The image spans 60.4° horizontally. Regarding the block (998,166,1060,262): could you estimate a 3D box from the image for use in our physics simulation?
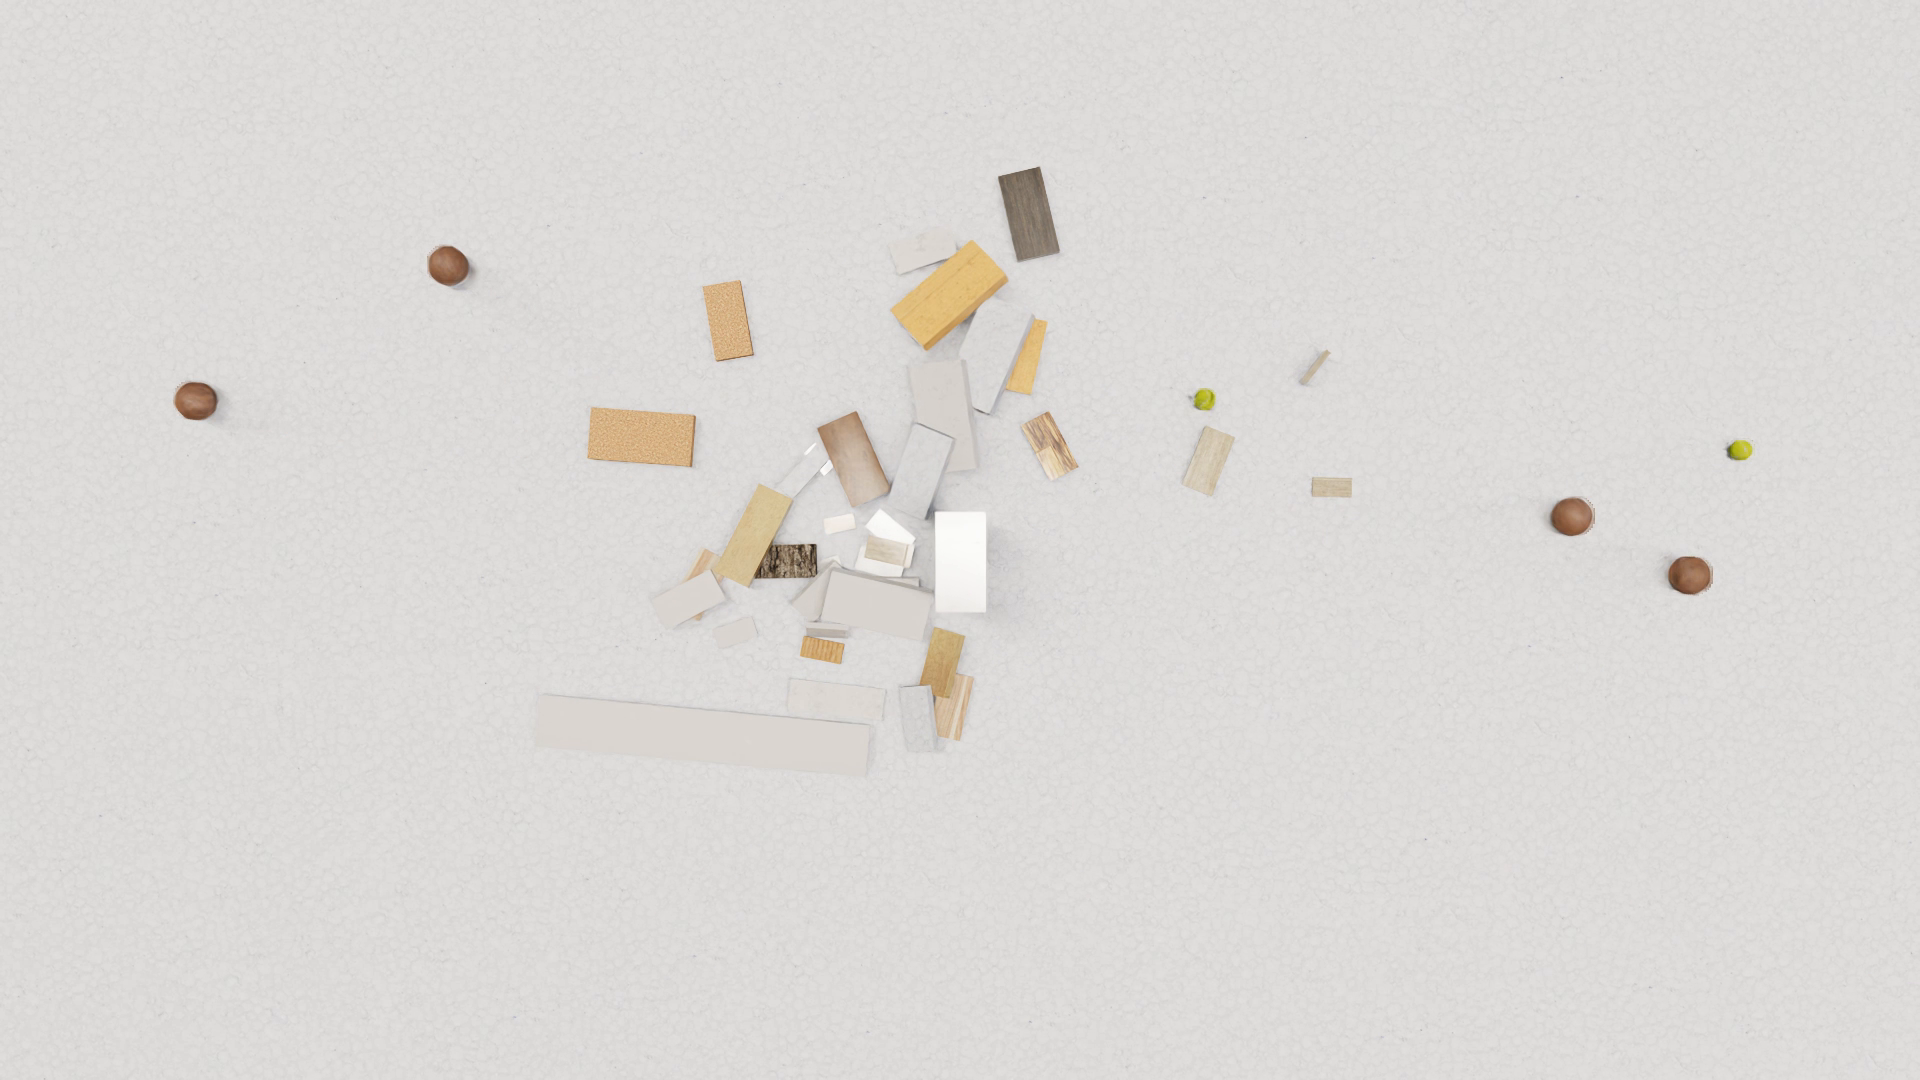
[{"bbox_3d":[0.228,-1.081,5.480,0.144,0.041,0.287,-13,90,0],"label":"block"}]

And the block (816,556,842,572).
[{"bbox_3d":[-0.446,0.089,5.492,0.101,0.014,0.050,-18,89,0],"label":"block"}]

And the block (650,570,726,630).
[{"bbox_3d":[-0.897,0.198,5.453,0.222,0.031,0.111,-28,90,0],"label":"block"}]

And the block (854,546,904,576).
[{"bbox_3d":[-0.265,0.079,5.489,0.156,0.022,0.078,16,90,0],"label":"block"}]

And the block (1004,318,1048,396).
[{"bbox_3d":[0.202,-0.617,5.482,0.125,0.035,0.249,13,90,0],"label":"block"}]

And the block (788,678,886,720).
[{"bbox_3d":[-0.410,0.529,5.486,0.314,0.029,0.101,6,90,0],"label":"block"}]

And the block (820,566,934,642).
[{"bbox_3d":[-0.273,0.212,5.441,0.340,0.048,0.170,13,105,-4],"label":"block"}]

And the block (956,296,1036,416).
[{"bbox_3d":[0.094,-0.610,5.446,0.180,0.051,0.359,24,91,17],"label":"block"}]

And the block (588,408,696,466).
[{"bbox_3d":[-1.056,-0.342,5.476,0.340,0.048,0.170,4,90,0],"label":"block"}]

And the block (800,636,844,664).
[{"bbox_3d":[-0.459,0.366,5.490,0.138,0.020,0.069,11,90,0],"label":"block"}]

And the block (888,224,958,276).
[{"bbox_3d":[-0.122,-0.964,5.485,0.211,0.030,0.105,-19,90,0],"label":"block"}]

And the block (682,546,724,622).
[{"bbox_3d":[-0.863,0.146,5.484,0.111,0.031,0.222,29,90,0],"label":"block"}]

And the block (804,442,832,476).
[{"bbox_3d":[-0.466,-0.269,5.493,0.050,0.014,0.101,-42,90,0],"label":"block"}]

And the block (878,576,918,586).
[{"bbox_3d":[-0.238,0.173,5.473,0.202,0.029,0.101,0,105,0],"label":"block"}]

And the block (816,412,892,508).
[{"bbox_3d":[-0.352,-0.266,5.459,0.144,0.041,0.287,-24,95,-7],"label":"block"}]

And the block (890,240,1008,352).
[{"bbox_3d":[-0.035,-0.808,5.444,0.359,0.051,0.180,-41,69,0],"label":"block"}]

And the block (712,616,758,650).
[{"bbox_3d":[-0.747,0.309,5.490,0.138,0.020,0.069,-20,90,0],"label":"block"}]

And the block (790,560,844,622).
[{"bbox_3d":[-0.456,0.170,5.462,0.203,0.029,0.101,-45,119,-1],"label":"block"}]

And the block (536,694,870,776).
[{"bbox_3d":[-0.851,0.648,5.476,1.094,0.048,0.170,5,90,0],"label":"block"}]

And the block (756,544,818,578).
[{"bbox_3d":[-0.614,0.072,5.476,0.276,0.031,0.111,-1,90,3],"label":"block"}]

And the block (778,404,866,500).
[{"bbox_3d":[-0.456,-0.293,5.476,0.064,0.018,0.369,42,86,0],"label":"block"}]

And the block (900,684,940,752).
[{"bbox_3d":[-0.136,0.590,5.458,0.108,0.030,0.215,-7,90,33],"label":"block"}]

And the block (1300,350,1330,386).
[{"bbox_3d":[1.176,-0.572,5.468,0.018,0.064,0.129,38,90,0],"label":"block"}]

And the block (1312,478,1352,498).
[{"bbox_3d":[1.238,-0.176,5.491,0.129,0.018,0.064,1,90,0],"label":"block"}]

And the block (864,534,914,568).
[{"bbox_3d":[-0.234,0.038,5.467,0.156,0.022,0.078,13,90,0],"label":"block"}]

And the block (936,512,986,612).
[{"bbox_3d":[0.002,0.069,5.164,0.157,0.044,0.313,0,90,0],"label":"block"}]

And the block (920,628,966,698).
[{"bbox_3d":[-0.061,0.406,5.458,0.108,0.030,0.215,15,90,33],"label":"block"}]

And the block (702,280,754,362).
[{"bbox_3d":[-0.770,-0.728,5.482,0.125,0.035,0.249,-10,90,0],"label":"block"}]

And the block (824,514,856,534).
[{"bbox_3d":[-0.400,-0.054,5.493,0.101,0.014,0.050,-12,90,0],"label":"block"}]

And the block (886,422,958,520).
[{"bbox_3d":[-0.126,-0.225,5.429,0.144,0.041,0.287,24,103,17],"label":"block"}]

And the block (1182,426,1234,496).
[{"bbox_3d":[0.825,-0.263,5.485,0.105,0.030,0.211,22,90,0],"label":"block"}]

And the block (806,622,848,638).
[{"bbox_3d":[-0.439,0.300,5.465,0.138,0.069,0.020,4,62,0],"label":"block"}]

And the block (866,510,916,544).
[{"bbox_3d":[-0.231,-0.025,5.489,0.156,0.022,0.078,40,90,0],"label":"block"}]

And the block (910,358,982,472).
[{"bbox_3d":[-0.047,-0.405,5.429,0.180,0.051,0.359,-6,95,22],"label":"block"}]

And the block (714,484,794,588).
[{"bbox_3d":[-0.680,-0.013,5.452,0.125,0.035,0.326,25,82,8],"label":"block"}]

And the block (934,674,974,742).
[{"bbox_3d":[-0.030,0.550,5.485,0.108,0.030,0.215,13,90,0],"label":"block"}]

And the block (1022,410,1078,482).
[{"bbox_3d":[0.298,-0.311,5.485,0.105,0.030,0.211,-28,90,0],"label":"block"}]
